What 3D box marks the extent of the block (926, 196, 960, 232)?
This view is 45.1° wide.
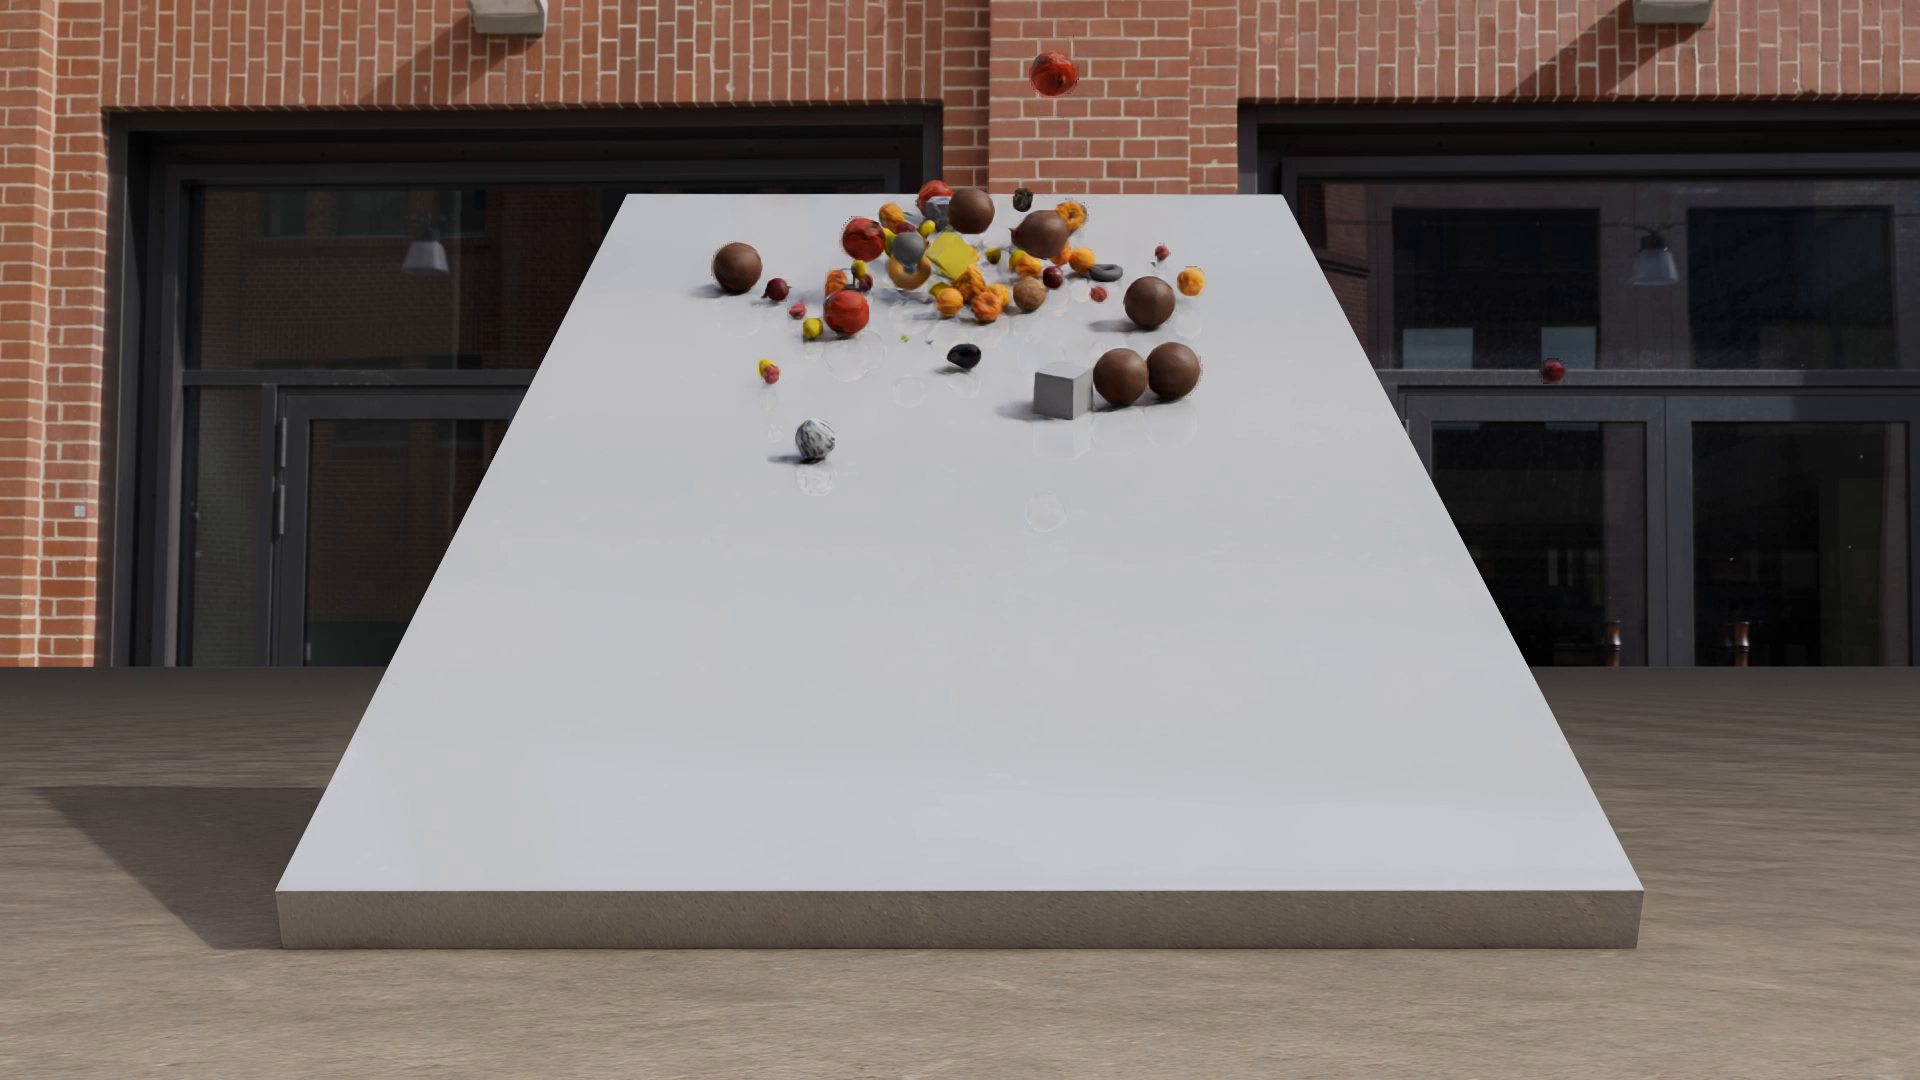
[{"bbox_3d":[-0.049,-0.943,6.690,0.082,0.082,0.082,7,24,16],"label":"block"}]

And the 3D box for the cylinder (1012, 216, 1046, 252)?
[{"bbox_3d":[0.195,-0.860,6.495,0.078,0.078,0.078,-1,24,19],"label":"cylinder"}]

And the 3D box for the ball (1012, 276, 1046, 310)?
[{"bbox_3d":[0.179,-0.634,5.959,0.088,0.088,0.088,0,-3,0],"label":"ball"}]

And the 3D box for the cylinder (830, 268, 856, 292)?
[{"bbox_3d":[-0.311,-0.686,6.113,0.060,0.060,0.060,-7,-1,-12],"label":"cylinder"}]

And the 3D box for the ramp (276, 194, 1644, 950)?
[{"bbox_3d":[-0.007,-0.226,5.237,2.000,0.100,4.000,0,23,0],"label":"ramp"}]

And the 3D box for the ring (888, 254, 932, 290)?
[{"bbox_3d":[-0.133,-0.717,6.093,0.117,0.117,0.039,0,-3,-3],"label":"ring"}]

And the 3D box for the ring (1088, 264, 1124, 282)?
[{"bbox_3d":[0.394,-0.721,6.235,0.094,0.031,0.094,-1,24,0],"label":"ring"}]

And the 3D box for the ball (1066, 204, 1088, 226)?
[{"bbox_3d":[0.339,-0.944,6.718,0.064,0.064,0.064,0,-3,0],"label":"ball"}]

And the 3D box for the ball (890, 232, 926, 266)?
[{"bbox_3d":[-0.131,-0.734,5.817,0.086,0.086,0.086,0,-3,0],"label":"ball"}]

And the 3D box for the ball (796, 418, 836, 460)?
[{"bbox_3d":[-0.311,-0.218,4.977,0.088,0.088,0.088,0,-3,0],"label":"ball"}]

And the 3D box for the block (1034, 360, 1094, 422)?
[{"bbox_3d":[0.235,-0.340,5.253,0.100,0.100,0.100,12,26,26],"label":"block"}]

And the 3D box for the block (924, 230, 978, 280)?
[{"bbox_3d":[-0.025,-0.741,6.020,0.083,0.083,0.083,45,-4,-28],"label":"block"}]
